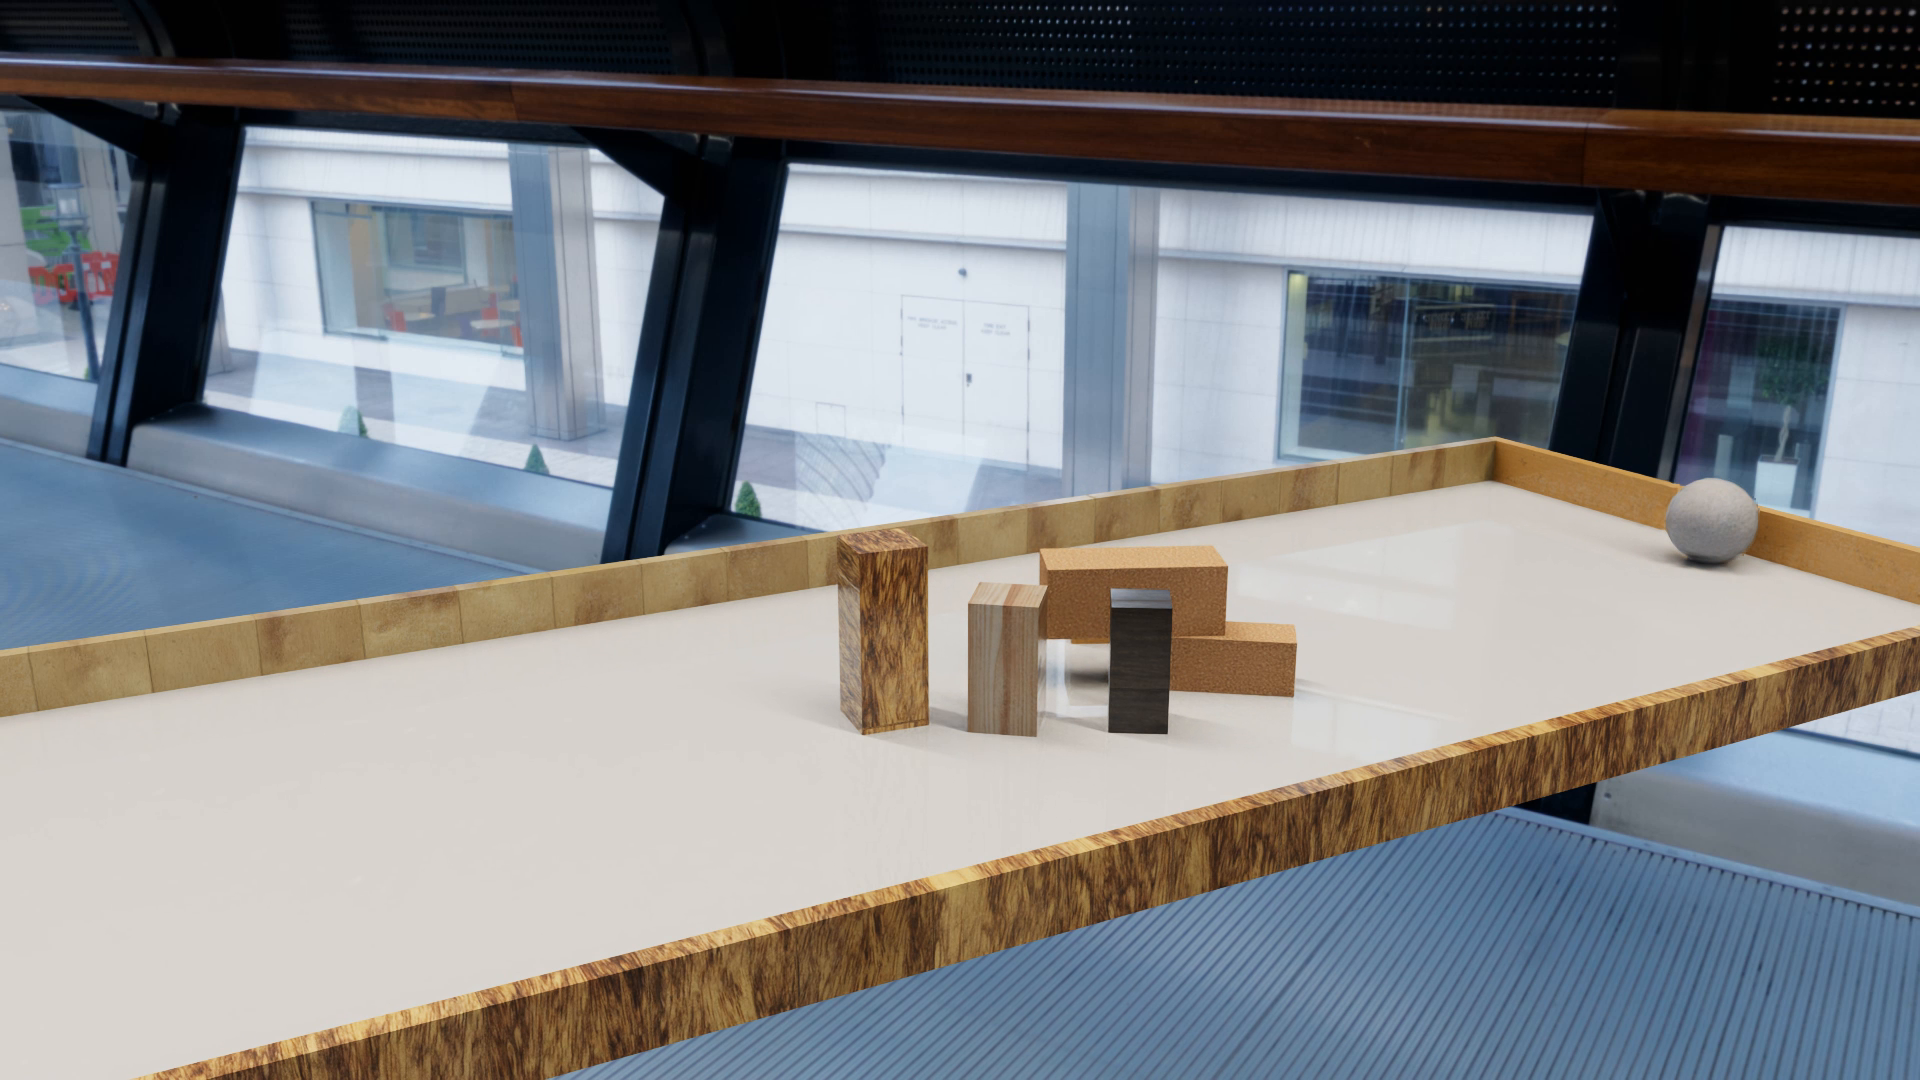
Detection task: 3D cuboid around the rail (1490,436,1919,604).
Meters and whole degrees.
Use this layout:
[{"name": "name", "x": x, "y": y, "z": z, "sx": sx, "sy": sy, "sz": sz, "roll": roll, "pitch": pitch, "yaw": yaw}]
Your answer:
[{"name": "rail", "x": 2.466, "y": -0.048, "z": 5.253, "sx": 0.050, "sy": 0.150, "sz": 2.100, "roll": -9, "pitch": 18, "yaw": -27}]

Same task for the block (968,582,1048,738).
[{"name": "block", "x": 0.112, "y": 0.277, "z": 3.852, "sx": 0.162, "sy": 0.316, "sz": 0.162, "roll": 3, "pitch": 17, "yaw": 10}]

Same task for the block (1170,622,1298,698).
[{"name": "block", "x": 0.635, "y": 0.291, "z": 4.117, "sx": 0.392, "sy": 0.140, "sz": 0.140, "roll": 2, "pitch": 17, "yaw": 8}]

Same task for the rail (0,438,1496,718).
[{"name": "rail", "x": -3.305, "y": 0.497, "z": 3.399, "sx": 12.000, "sy": 0.150, "sz": 0.050, "roll": -9, "pitch": 18, "yaw": -27}]

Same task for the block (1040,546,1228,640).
[{"name": "block", "x": 0.426, "y": 0.128, "z": 4.103, "sx": 0.441, "sy": 0.178, "sz": 0.178, "roll": -1, "pitch": 16, "yaw": -3}]

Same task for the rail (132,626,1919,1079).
[{"name": "rail", "x": -2.336, "y": 1.006, "z": 1.665, "sx": 12.000, "sy": 0.150, "sz": 0.050, "roll": -9, "pitch": 18, "yaw": -27}]

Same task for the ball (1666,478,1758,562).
[{"name": "ball", "x": 2.322, "y": -0.061, "z": 5.098, "sx": 0.261, "sy": 0.261, "sz": 0.261, "roll": 0, "pitch": 16, "yaw": 0}]

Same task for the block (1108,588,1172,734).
[{"name": "block", "x": 0.418, "y": 0.282, "z": 3.848, "sx": 0.137, "sy": 0.308, "sz": 0.137, "roll": 1, "pitch": 16, "yaw": 4}]

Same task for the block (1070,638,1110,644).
[{"name": "block", "x": 0.493, "y": 0.166, "z": 4.475, "sx": 0.397, "sy": 0.178, "sz": 0.178, "roll": 0, "pitch": 16, "yaw": -1}]

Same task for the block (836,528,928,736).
[{"name": "block", "x": -0.180, "y": 0.212, "z": 3.857, "sx": 0.165, "sy": 0.438, "sz": 0.165, "roll": -6, "pitch": 18, "yaw": -21}]
